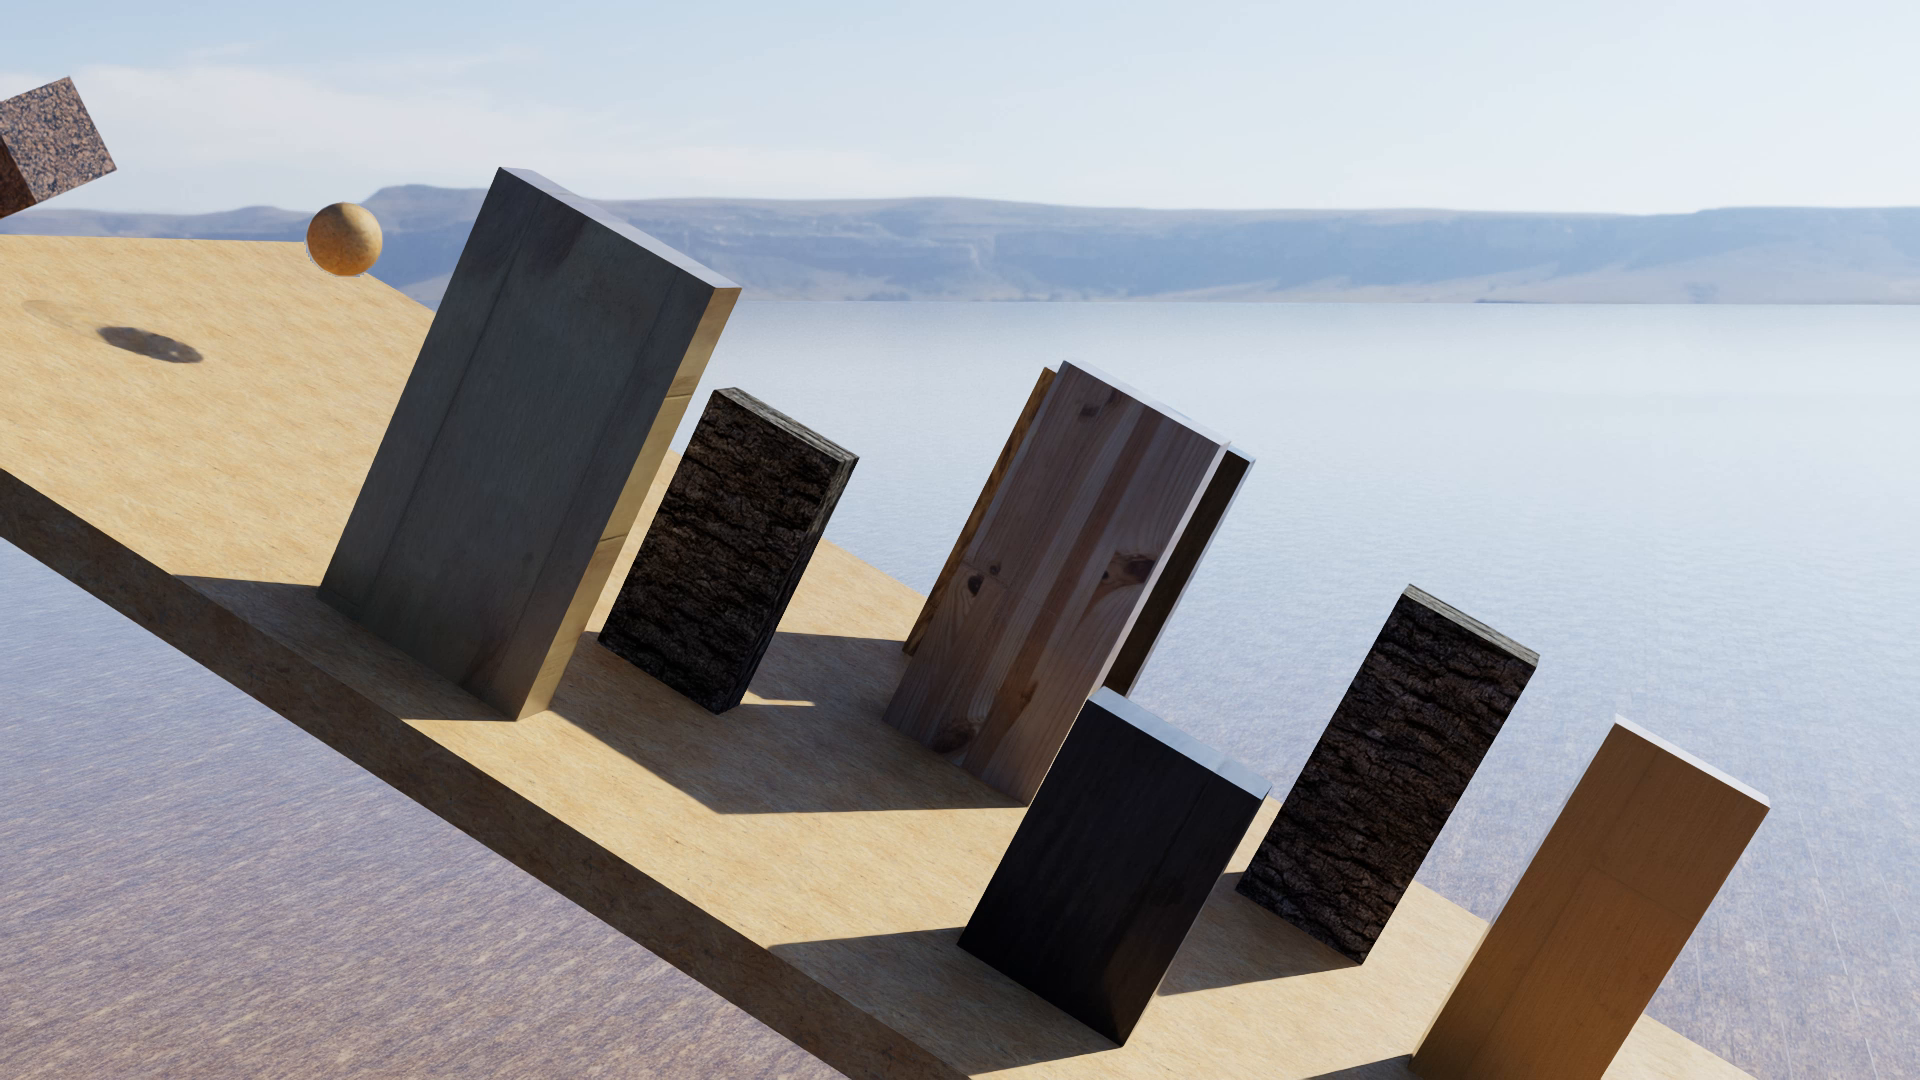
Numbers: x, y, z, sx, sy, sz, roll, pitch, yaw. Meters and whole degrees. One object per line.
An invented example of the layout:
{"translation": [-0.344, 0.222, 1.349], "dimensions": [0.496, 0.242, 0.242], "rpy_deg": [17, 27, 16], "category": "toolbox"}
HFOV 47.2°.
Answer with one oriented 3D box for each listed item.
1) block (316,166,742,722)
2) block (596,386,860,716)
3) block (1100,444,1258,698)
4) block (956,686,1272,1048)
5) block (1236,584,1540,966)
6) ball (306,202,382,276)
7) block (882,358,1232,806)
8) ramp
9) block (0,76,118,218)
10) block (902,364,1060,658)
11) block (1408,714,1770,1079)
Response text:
{"translation": [-0.684, -0.148, 3.449], "dimensions": [0.399, 0.762, 0.105], "rpy_deg": [30, 14, 12], "category": "block"}
{"translation": [-0.411, 0.019, 3.875], "dimensions": [0.260, 0.509, 0.101], "rpy_deg": [30, 14, 12], "category": "block"}
{"translation": [0.338, 0.065, 4.688], "dimensions": [0.287, 0.694, 0.082], "rpy_deg": [30, 14, 12], "category": "block"}
{"translation": [0.238, 0.505, 3.414], "dimensions": [0.302, 0.455, 0.111], "rpy_deg": [30, 14, 12], "category": "block"}
{"translation": [0.819, 0.449, 4.228], "dimensions": [0.279, 0.670, 0.144], "rpy_deg": [30, 14, 12], "category": "block"}
{"translation": [-1.243, -0.608, 4.445], "dimensions": [0.149, 0.149, 0.149], "rpy_deg": [0, 7, 0], "category": "ball"}
{"translation": [0.177, 0.081, 4.154], "dimensions": [0.330, 0.781, 0.115], "rpy_deg": [30, 14, 12], "category": "block"}
{"translation": [-0.230, 0.384, 4.152], "dimensions": [4.000, 0.100, 2.000], "rpy_deg": [30, 14, 12], "category": "ramp"}
{"translation": [-1.802, -0.751, 4.247], "dimensions": [0.194, 0.194, 0.194], "rpy_deg": [-9, 22, 37], "category": "block"}
{"translation": [0.147, -0.007, 4.626], "dimensions": [0.247, 0.682, 0.117], "rpy_deg": [30, 14, 12], "category": "block"}
{"translation": [1.068, 0.677, 3.764], "dimensions": [0.280, 0.715, 0.083], "rpy_deg": [30, 14, 12], "category": "block"}
